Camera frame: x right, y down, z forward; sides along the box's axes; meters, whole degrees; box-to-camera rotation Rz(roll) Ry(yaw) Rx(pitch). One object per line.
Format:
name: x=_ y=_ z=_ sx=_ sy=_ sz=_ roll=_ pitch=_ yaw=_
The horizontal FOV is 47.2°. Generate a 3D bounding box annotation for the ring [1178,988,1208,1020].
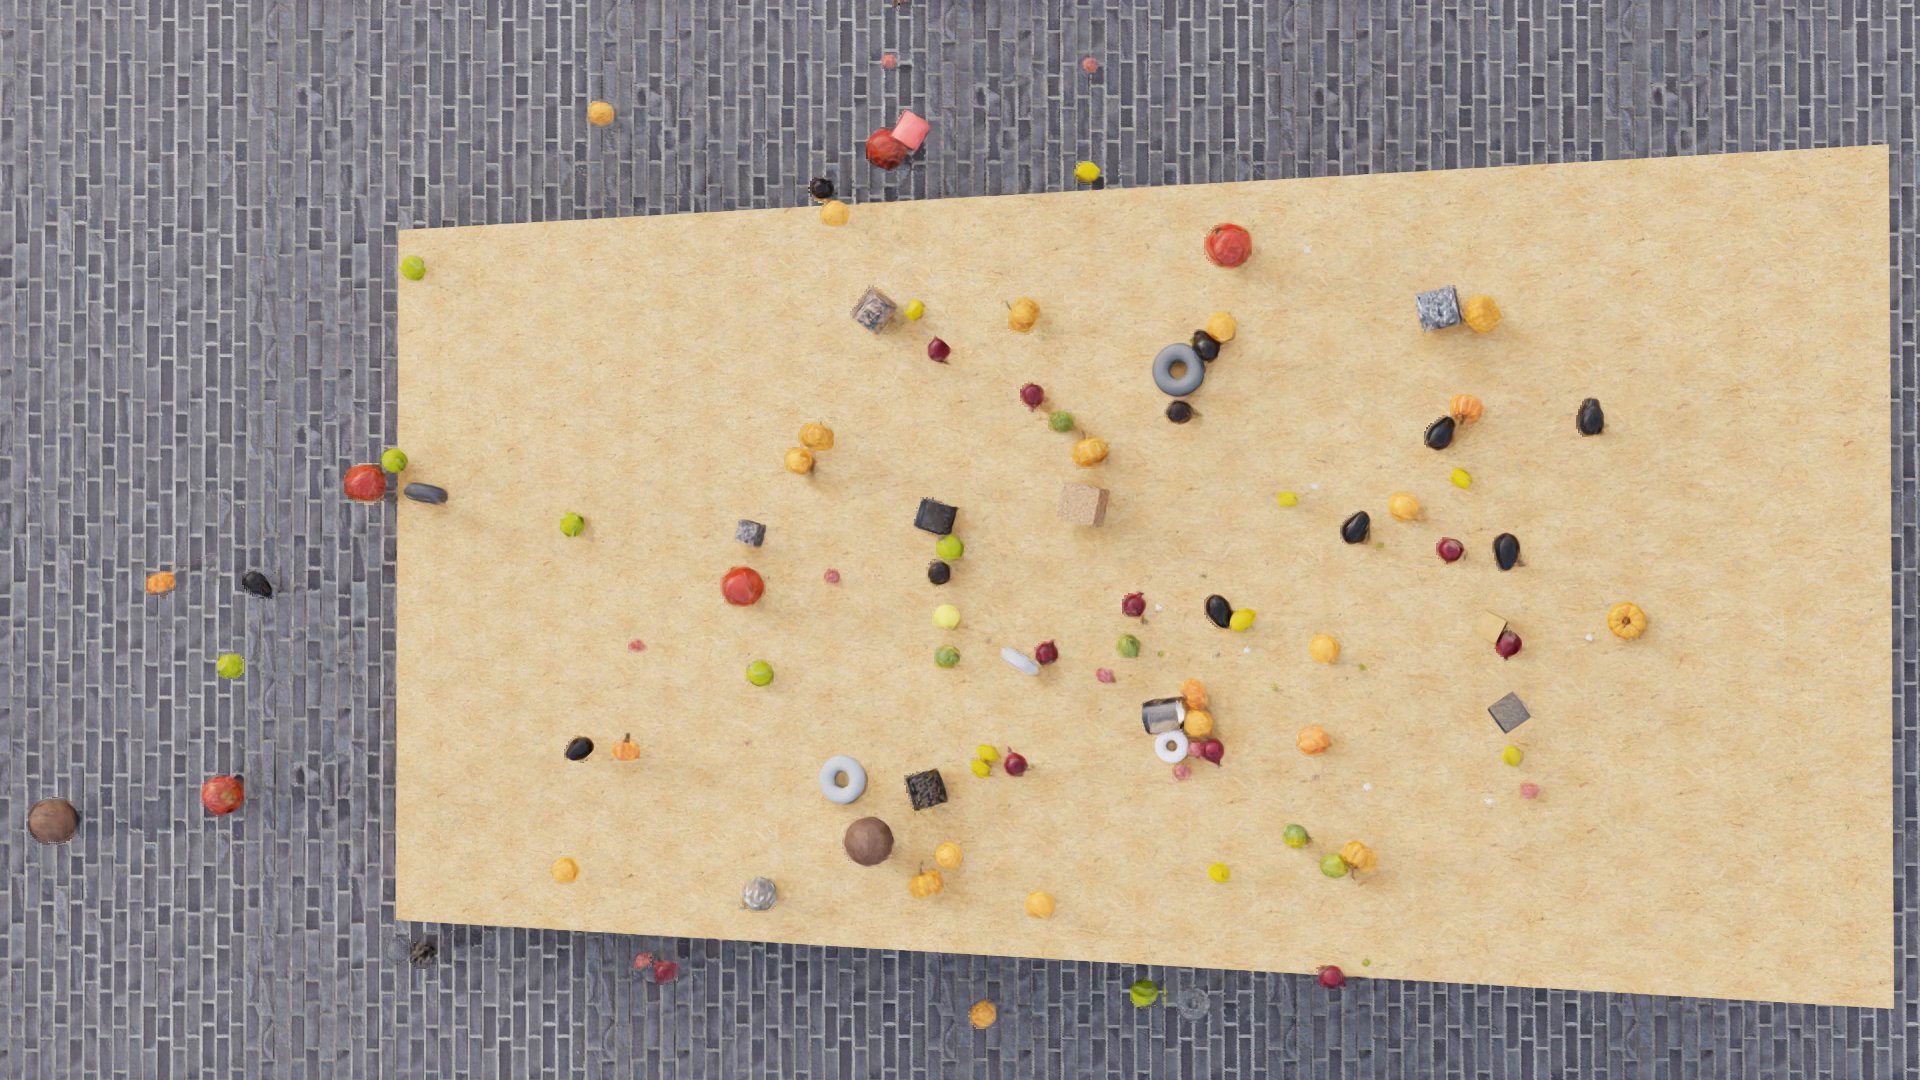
ring: x=0.644 y=1.280 z=6.064 sx=0.088 sy=0.029 sz=0.088 roll=-3 pitch=80 yaw=18

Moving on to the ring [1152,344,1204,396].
ring: x=0.558 y=-0.435 z=5.615 sx=0.137 sy=0.046 sz=0.137 roll=-1 pitch=88 yaw=19

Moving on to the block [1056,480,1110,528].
block: x=0.318 y=-0.092 z=5.664 sx=0.099 sy=0.099 sz=0.099 roll=13 pitch=93 yaw=18

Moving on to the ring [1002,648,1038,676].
ring: x=0.155 y=0.315 z=5.701 sx=0.109 sy=0.109 sz=0.036 roll=31 pitch=93 yaw=0

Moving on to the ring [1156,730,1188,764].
ring: x=0.541 y=0.526 z=5.616 sx=0.089 sy=0.030 sz=0.089 roll=0 pitch=89 yaw=20

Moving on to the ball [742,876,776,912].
ball: x=-0.541 y=0.957 z=5.945 sx=0.092 sy=0.092 sz=0.092 roll=0 pitch=89 yaw=0

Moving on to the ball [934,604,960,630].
ball: x=-0.035 y=0.203 z=5.797 sx=0.067 sy=0.067 sz=0.067 roll=0 pitch=89 yaw=0

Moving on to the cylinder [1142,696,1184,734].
cylinder: x=0.517 y=0.447 z=5.595 sx=0.088 sy=0.088 sz=0.088 roll=-10 pitch=89 yaw=18

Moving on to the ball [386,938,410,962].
ball: x=-1.642 y=1.198 z=6.420 sx=0.072 sy=0.072 sz=0.072 roll=0 pitch=89 yaw=0

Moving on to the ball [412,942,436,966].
ball: x=-1.566 y=1.210 z=6.421 sx=0.071 sy=0.071 sz=0.071 roll=0 pitch=89 yaw=0

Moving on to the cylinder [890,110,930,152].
cylinder: x=-0.136 y=-1.130 z=6.081 sx=0.082 sy=0.082 sz=0.082 roll=32 pitch=92 yaw=0

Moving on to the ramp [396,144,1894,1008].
ramp: x=0.278 y=0.091 z=5.780 sx=4.000 sy=0.100 sz=2.000 roll=0 pitch=89 yaw=19

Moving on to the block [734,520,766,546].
block: x=-0.571 y=-0.020 z=5.987 sx=0.058 sy=0.058 sz=0.058 roll=17 pitch=95 yaw=18

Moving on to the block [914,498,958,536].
block: x=-0.063 y=-0.061 z=5.805 sx=0.077 sy=0.077 sz=0.077 roll=18 pitch=95 yaw=18

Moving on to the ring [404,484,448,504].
ring: x=-1.522 y=-0.133 z=6.272 sx=0.126 sy=0.126 sz=0.042 roll=8 pitch=82 yaw=0

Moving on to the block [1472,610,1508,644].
block: x=1.291 y=0.210 z=5.349 sx=0.060 sy=0.060 sz=0.060 roll=28 pitch=98 yaw=17

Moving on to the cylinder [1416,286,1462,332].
cylinder: x=1.172 y=-0.565 z=5.384 sx=0.092 sy=0.092 sz=0.092 roll=-12 pitch=89 yaw=18

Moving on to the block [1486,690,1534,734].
block: x=1.332 y=0.416 z=5.324 sx=0.076 sy=0.076 sz=0.076 roll=-38 pitch=78 yaw=15

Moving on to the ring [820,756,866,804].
ring: x=-0.316 y=0.643 z=5.899 sx=0.132 sy=0.044 sz=0.132 roll=-1 pitch=88 yaw=19
